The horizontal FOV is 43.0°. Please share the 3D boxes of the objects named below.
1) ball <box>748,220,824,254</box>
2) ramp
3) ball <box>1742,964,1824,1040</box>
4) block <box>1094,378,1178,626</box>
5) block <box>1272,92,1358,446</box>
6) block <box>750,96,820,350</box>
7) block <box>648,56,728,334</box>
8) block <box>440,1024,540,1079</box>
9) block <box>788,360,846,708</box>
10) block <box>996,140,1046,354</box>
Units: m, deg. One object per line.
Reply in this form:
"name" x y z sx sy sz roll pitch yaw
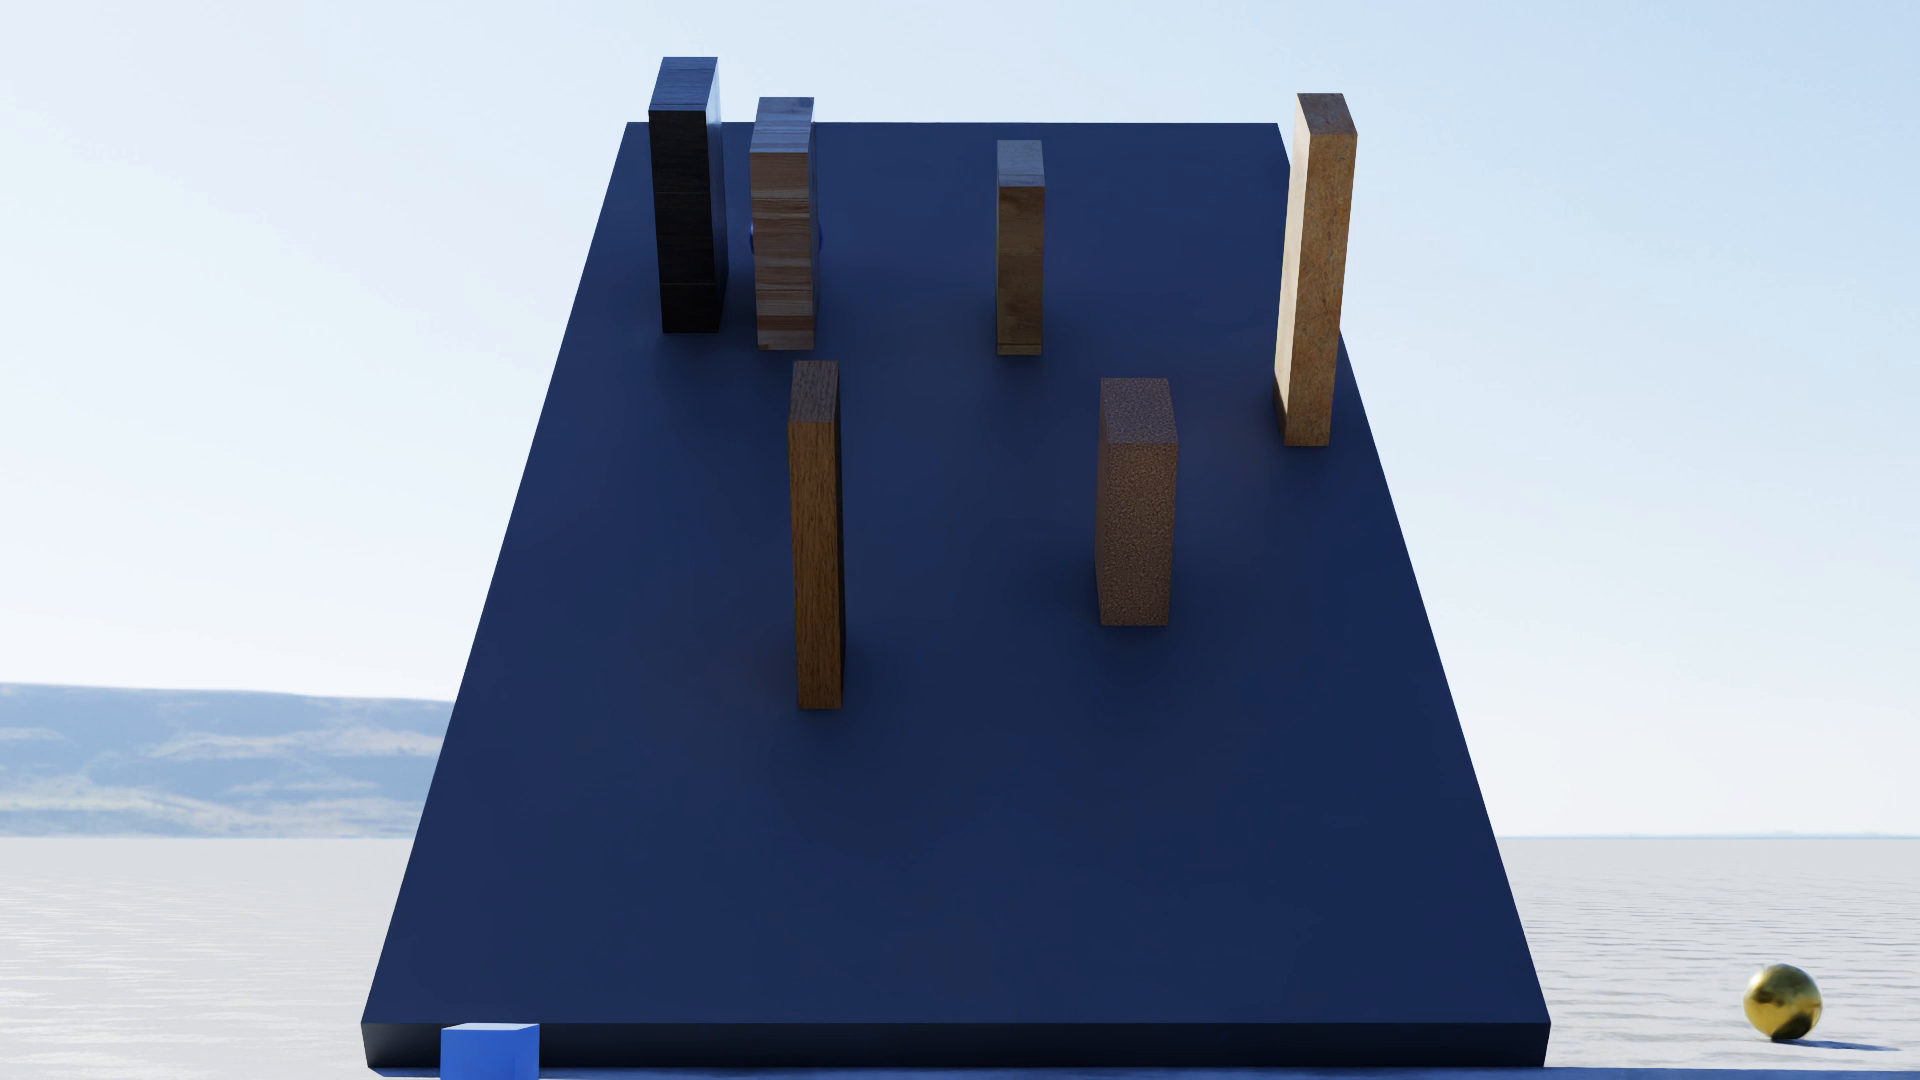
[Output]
"ball" -0.467 -0.812 6.540 0.199 0.199 0.199 0 -7 0
"ramp" -0.015 -0.195 5.825 2.000 0.100 4.000 0 32 0
"ball" 1.578 0.886 4.679 0.146 0.146 0.146 0 -7 0
"block" 0.367 -0.081 5.129 0.141 0.439 0.281 0 32 0
"block" 0.822 -0.623 5.681 0.105 0.787 0.246 0 32 0
"block" -0.442 -0.807 6.212 0.141 0.536 0.366 0 32 0
"block" -0.693 -0.887 6.272 0.142 0.607 0.371 0 32 0
"block" -0.690 0.772 3.582 0.112 0.112 0.112 -1 -7 8
"block" -0.278 -0.006 4.800 0.086 0.651 0.248 0 32 0
"block" 0.150 -0.741 6.181 0.111 0.460 0.293 0 32 0
